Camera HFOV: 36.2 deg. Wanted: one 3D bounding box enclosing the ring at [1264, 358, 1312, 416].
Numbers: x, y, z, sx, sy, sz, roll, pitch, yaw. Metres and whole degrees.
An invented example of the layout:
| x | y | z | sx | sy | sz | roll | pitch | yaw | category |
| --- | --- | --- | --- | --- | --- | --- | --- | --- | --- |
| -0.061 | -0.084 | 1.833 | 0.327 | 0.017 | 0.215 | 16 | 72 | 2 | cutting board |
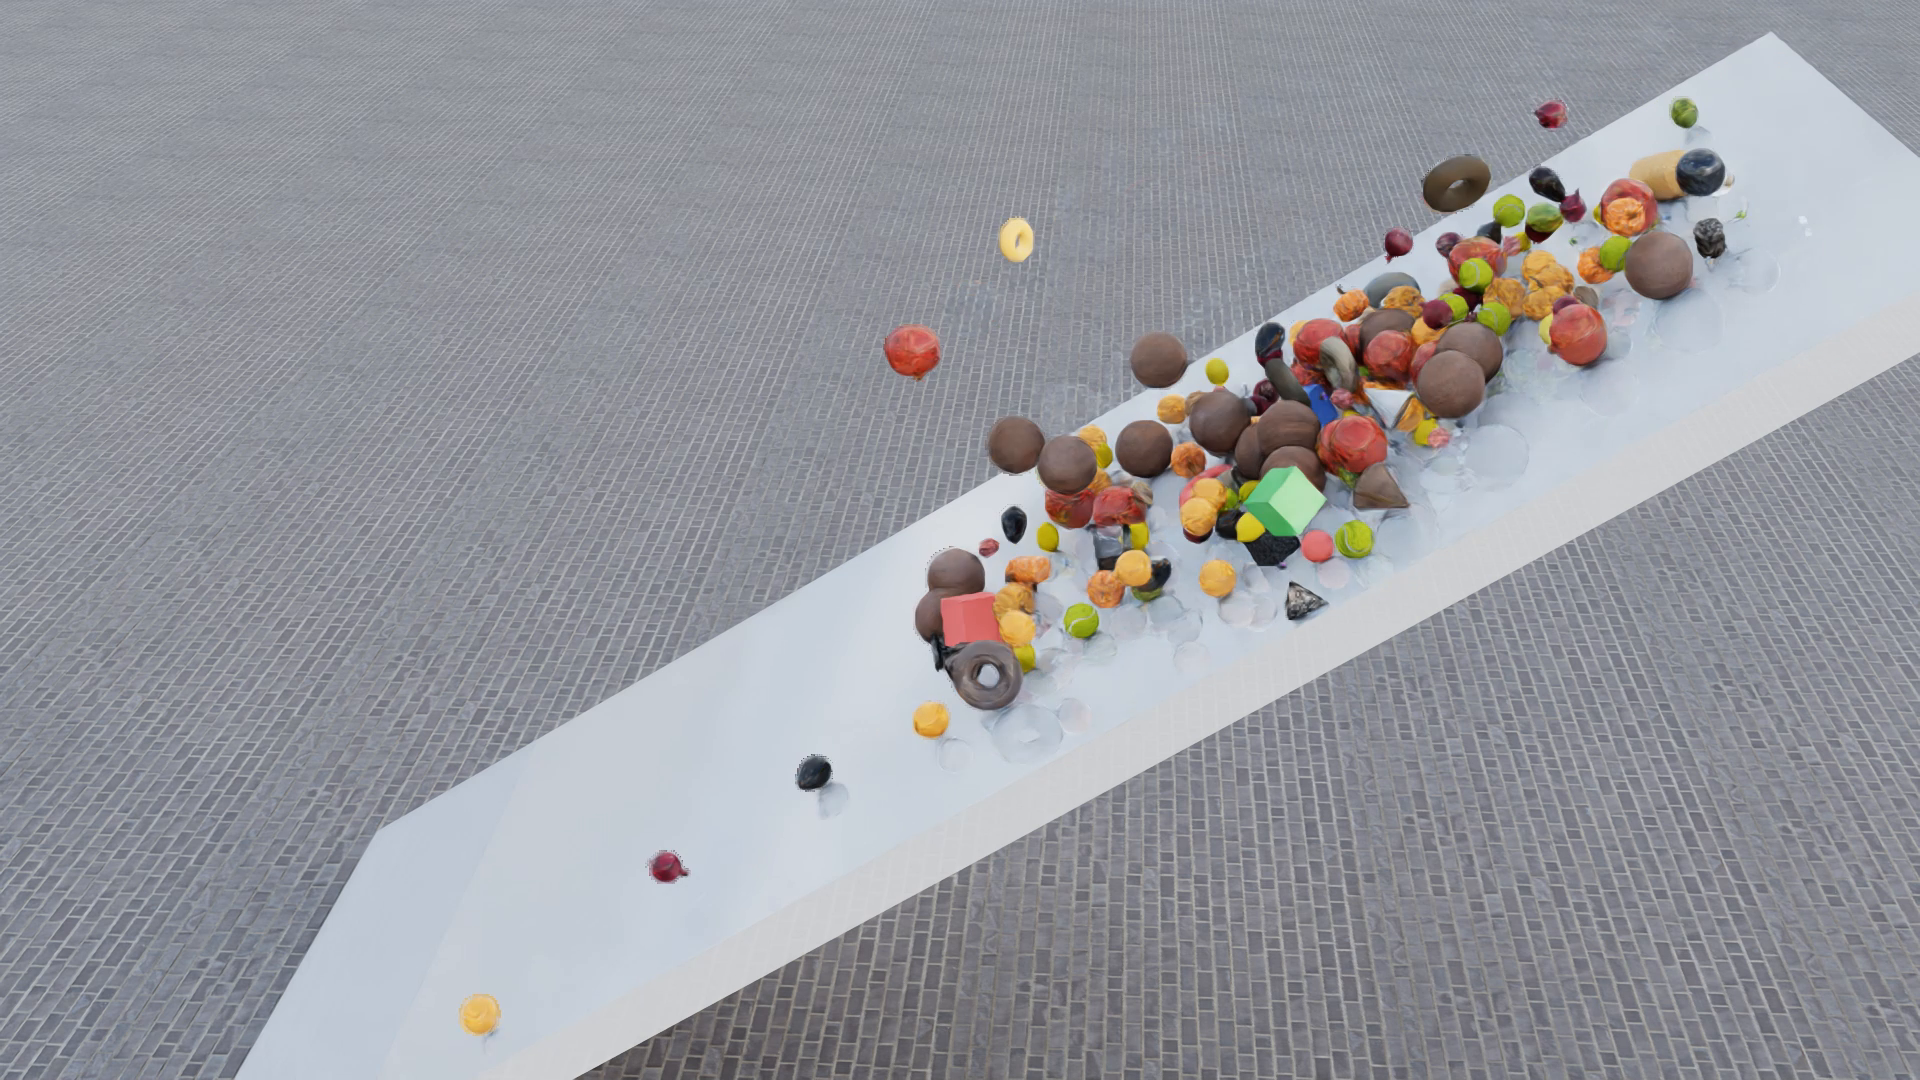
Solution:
| x | y | z | sx | sy | sz | roll | pitch | yaw | category |
| --- | --- | --- | --- | --- | --- | --- | --- | --- | --- |
| 0.665 | -0.310 | 5.963 | 0.045 | 0.135 | 0.135 | -34 | 20 | 5 | ring |

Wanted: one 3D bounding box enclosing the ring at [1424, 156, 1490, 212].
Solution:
| x | y | z | sx | sy | sz | roll | pitch | yaw | category |
| --- | --- | --- | --- | --- | --- | --- | --- | --- | --- |
| 1.048 | -0.752 | 6.209 | 0.148 | 0.148 | 0.049 | -7 | 55 | -18 | ring |

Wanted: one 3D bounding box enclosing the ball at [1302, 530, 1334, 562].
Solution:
| x | y | z | sx | sy | sz | roll | pitch | yaw | category |
| --- | --- | --- | --- | --- | --- | --- | --- | --- | --- |
| 0.657 | 0.012 | 5.403 | 0.060 | 0.060 | 0.060 | 0 | 20 | 0 | ball |

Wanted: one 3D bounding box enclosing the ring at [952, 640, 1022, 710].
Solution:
| x | y | z | sx | sy | sz | roll | pitch | yaw | category |
| --- | --- | --- | --- | --- | --- | --- | --- | --- | --- |
| 0.053 | 0.261 | 5.695 | 0.141 | 0.141 | 0.047 | 5 | 10 | 14 | ring |

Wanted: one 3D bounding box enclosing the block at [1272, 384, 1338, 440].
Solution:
| x | y | z | sx | sy | sz | roll | pitch | yaw | category |
| --- | --- | --- | --- | --- | --- | --- | --- | --- | --- |
| 0.717 | -0.264 | 6.112 | 0.082 | 0.082 | 0.082 | -42 | 17 | -30 | block |

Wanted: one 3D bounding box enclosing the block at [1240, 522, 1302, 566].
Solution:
| x | y | z | sx | sy | sz | roll | pitch | yaw | category |
| --- | --- | --- | --- | --- | --- | --- | --- | --- | --- |
| 0.588 | 0.002 | 5.563 | 0.068 | 0.068 | 0.068 | -40 | 16 | -22 | block |

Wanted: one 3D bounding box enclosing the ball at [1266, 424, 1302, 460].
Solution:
| x | y | z | sx | sy | sz | roll | pitch | yaw | category |
| --- | --- | --- | --- | --- | --- | --- | --- | --- | --- |
| 0.665 | -0.200 | 6.032 | 0.075 | 0.075 | 0.075 | 0 | 20 | 0 | ball |

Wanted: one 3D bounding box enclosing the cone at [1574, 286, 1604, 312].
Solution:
| x | y | z | sx | sy | sz | roll | pitch | yaw | category |
| --- | --- | --- | --- | --- | --- | --- | --- | --- | --- |
| 1.247 | -0.486 | 5.777 | 0.058 | 0.058 | 0.058 | -33 | 34 | -30 | cone |

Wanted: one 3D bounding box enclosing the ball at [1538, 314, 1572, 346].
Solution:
| x | y | z | sx | sy | sz | roll | pitch | yaw | category |
| --- | --- | --- | --- | --- | --- | --- | --- | --- | --- |
| 1.153 | -0.407 | 5.700 | 0.063 | 0.063 | 0.063 | 0 | 20 | 0 | ball |

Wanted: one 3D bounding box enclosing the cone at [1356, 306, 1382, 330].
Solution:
| x | y | z | sx | sy | sz | roll | pitch | yaw | category |
| --- | --- | --- | --- | --- | --- | --- | --- | --- | --- |
| 0.842 | -0.454 | 6.128 | 0.052 | 0.052 | 0.052 | -26 | 31 | -36 | cone |

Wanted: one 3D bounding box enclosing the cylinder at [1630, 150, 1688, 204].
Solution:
| x | y | z | sx | sy | sz | roll | pitch | yaw | category |
| --- | --- | --- | --- | --- | --- | --- | --- | --- | --- |
| 1.458 | -0.752 | 6.097 | 0.098 | 0.098 | 0.098 | -14 | 2 | -33 | cylinder |

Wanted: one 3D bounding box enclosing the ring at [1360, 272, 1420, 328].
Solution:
| x | y | z | sx | sy | sz | roll | pitch | yaw | category |
| --- | --- | --- | --- | --- | --- | --- | --- | --- | --- |
| 0.932 | -0.520 | 6.372 | 0.139 | 0.139 | 0.046 | -5 | 41 | -14 | ring |

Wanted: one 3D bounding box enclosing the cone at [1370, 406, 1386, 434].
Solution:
| x | y | z | sx | sy | sz | roll | pitch | yaw | category |
| --- | --- | --- | --- | --- | --- | --- | --- | --- | --- |
| 0.838 | -0.231 | 5.871 | 0.055 | 0.055 | 0.055 | 19 | -18 | 7 | cone |

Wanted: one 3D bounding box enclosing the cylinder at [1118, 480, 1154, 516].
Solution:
| x | y | z | sx | sy | sz | roll | pitch | yaw | category |
| --- | --- | --- | --- | --- | --- | --- | --- | --- | --- |
| 0.376 | -0.090 | 6.308 | 0.055 | 0.055 | 0.055 | -31 | 2 | 32 | cylinder |

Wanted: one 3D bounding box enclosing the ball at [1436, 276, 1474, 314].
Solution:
| x | y | z | sx | sy | sz | roll | pitch | yaw | category |
| --- | --- | --- | --- | --- | --- | --- | --- | --- | --- |
| 1.042 | -0.516 | 6.193 | 0.078 | 0.078 | 0.078 | 0 | 20 | 0 | ball |

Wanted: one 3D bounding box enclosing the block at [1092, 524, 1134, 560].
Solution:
| x | y | z | sx | sy | sz | roll | pitch | yaw | category |
| --- | --- | --- | --- | --- | --- | --- | --- | --- | --- |
| 0.307 | 0.003 | 5.903 | 0.061 | 0.061 | 0.061 | -9 | -2 | 21 | block |

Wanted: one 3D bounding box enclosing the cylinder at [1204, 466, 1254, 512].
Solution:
| x | y | z | sx | sy | sz | roll | pitch | yaw | category |
| --- | --- | --- | --- | --- | --- | --- | --- | --- | --- |
| 0.546 | -0.103 | 5.972 | 0.070 | 0.070 | 0.070 | -29 | 3 | 32 | cylinder |

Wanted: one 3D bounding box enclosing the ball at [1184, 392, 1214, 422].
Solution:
| x | y | z | sx | sy | sz | roll | pitch | yaw | category |
| --- | --- | --- | --- | --- | --- | --- | --- | --- | --- |
| 0.540 | -0.301 | 6.626 | 0.069 | 0.069 | 0.069 | 0 | 20 | 0 | ball |

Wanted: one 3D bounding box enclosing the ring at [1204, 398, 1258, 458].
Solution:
| x | y | z | sx | sy | sz | roll | pitch | yaw | category |
| --- | --- | --- | --- | --- | --- | --- | --- | --- | --- |
| 0.578 | -0.241 | 6.273 | 0.049 | 0.146 | 0.146 | 40 | 37 | 24 | ring |

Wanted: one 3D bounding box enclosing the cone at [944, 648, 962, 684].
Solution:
| x | y | z | sx | sy | sz | roll | pitch | yaw | category |
| --- | --- | --- | --- | --- | --- | --- | --- | --- | --- |
| 0.025 | 0.246 | 5.842 | 0.083 | 0.083 | 0.083 | -13 | -5 | -33 | cone |

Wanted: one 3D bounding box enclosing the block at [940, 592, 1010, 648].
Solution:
| x | y | z | sx | sy | sz | roll | pitch | yaw | category |
| --- | --- | --- | --- | --- | --- | --- | --- | --- | --- |
| 0.030 | 0.165 | 6.062 | 0.098 | 0.098 | 0.098 | -9 | 6 | -26 | block |

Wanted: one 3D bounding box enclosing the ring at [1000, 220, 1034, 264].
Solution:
| x | y | z | sx | sy | sz | roll | pitch | yaw | category |
| --- | --- | --- | --- | --- | --- | --- | --- | --- | --- |
| 0.125 | -0.650 | 6.400 | 0.032 | 0.096 | 0.096 | 11 | 22 | 40 | ring |

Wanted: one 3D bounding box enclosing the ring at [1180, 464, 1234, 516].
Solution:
| x | y | z | sx | sy | sz | roll | pitch | yaw | category |
| --- | --- | --- | --- | --- | --- | --- | --- | --- | --- |
| 0.517 | -0.103 | 6.086 | 0.143 | 0.048 | 0.143 | -31 | 18 | 12 | ring |

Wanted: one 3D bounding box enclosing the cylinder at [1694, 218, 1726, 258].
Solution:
| x | y | z | sx | sy | sz | roll | pitch | yaw | category |
| --- | --- | --- | --- | --- | --- | --- | --- | --- | --- |
| 1.436 | -0.578 | 5.633 | 0.054 | 0.054 | 0.054 | -13 | 46 | 14 | cylinder |

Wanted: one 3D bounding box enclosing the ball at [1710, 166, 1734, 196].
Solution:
| x | y | z | sx | sy | sz | roll | pitch | yaw | category |
| --- | --- | --- | --- | --- | --- | --- | --- | --- | --- |
| 1.528 | -0.725 | 5.929 | 0.065 | 0.065 | 0.065 | 0 | 20 | 0 | ball |

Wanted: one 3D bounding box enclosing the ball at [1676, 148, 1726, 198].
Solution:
| x | y | z | sx | sy | sz | roll | pitch | yaw | category |
| --- | --- | --- | --- | --- | --- | --- | --- | --- | --- |
| 1.446 | -0.718 | 5.745 | 0.096 | 0.096 | 0.096 | 0 | 20 | 0 | ball |

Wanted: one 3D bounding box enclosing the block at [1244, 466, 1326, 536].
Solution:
| x | y | z | sx | sy | sz | roll | pitch | yaw | category |
| --- | --- | --- | --- | --- | --- | --- | --- | --- | --- |
| 0.584 | -0.069 | 5.289 | 0.087 | 0.087 | 0.087 | -50 | 18 | -19 | block |

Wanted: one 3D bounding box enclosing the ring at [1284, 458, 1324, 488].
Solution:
| x | y | z | sx | sy | sz | roll | pitch | yaw | category |
| --- | --- | --- | --- | --- | --- | --- | --- | --- | --- |
| 0.658 | -0.113 | 5.826 | 0.143 | 0.048 | 0.143 | -31 | 13 | 8 | ring |

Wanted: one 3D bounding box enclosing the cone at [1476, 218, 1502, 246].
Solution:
| x | y | z | sx | sy | sz | roll | pitch | yaw | category |
| --- | --- | --- | --- | --- | --- | --- | --- | --- | --- |
| 1.160 | -0.679 | 6.373 | 0.061 | 0.061 | 0.061 | 10 | 53 | -14 | cone |

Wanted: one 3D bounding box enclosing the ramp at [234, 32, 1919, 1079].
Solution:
| x | y | z | sx | sy | sz | roll | pitch | yaw | category |
| --- | --- | --- | --- | --- | --- | --- | --- | --- | --- |
| 0.141 | 0.169 | 6.290 | 4.000 | 0.100 | 2.000 | -30 | 15 | 13 | ramp |
